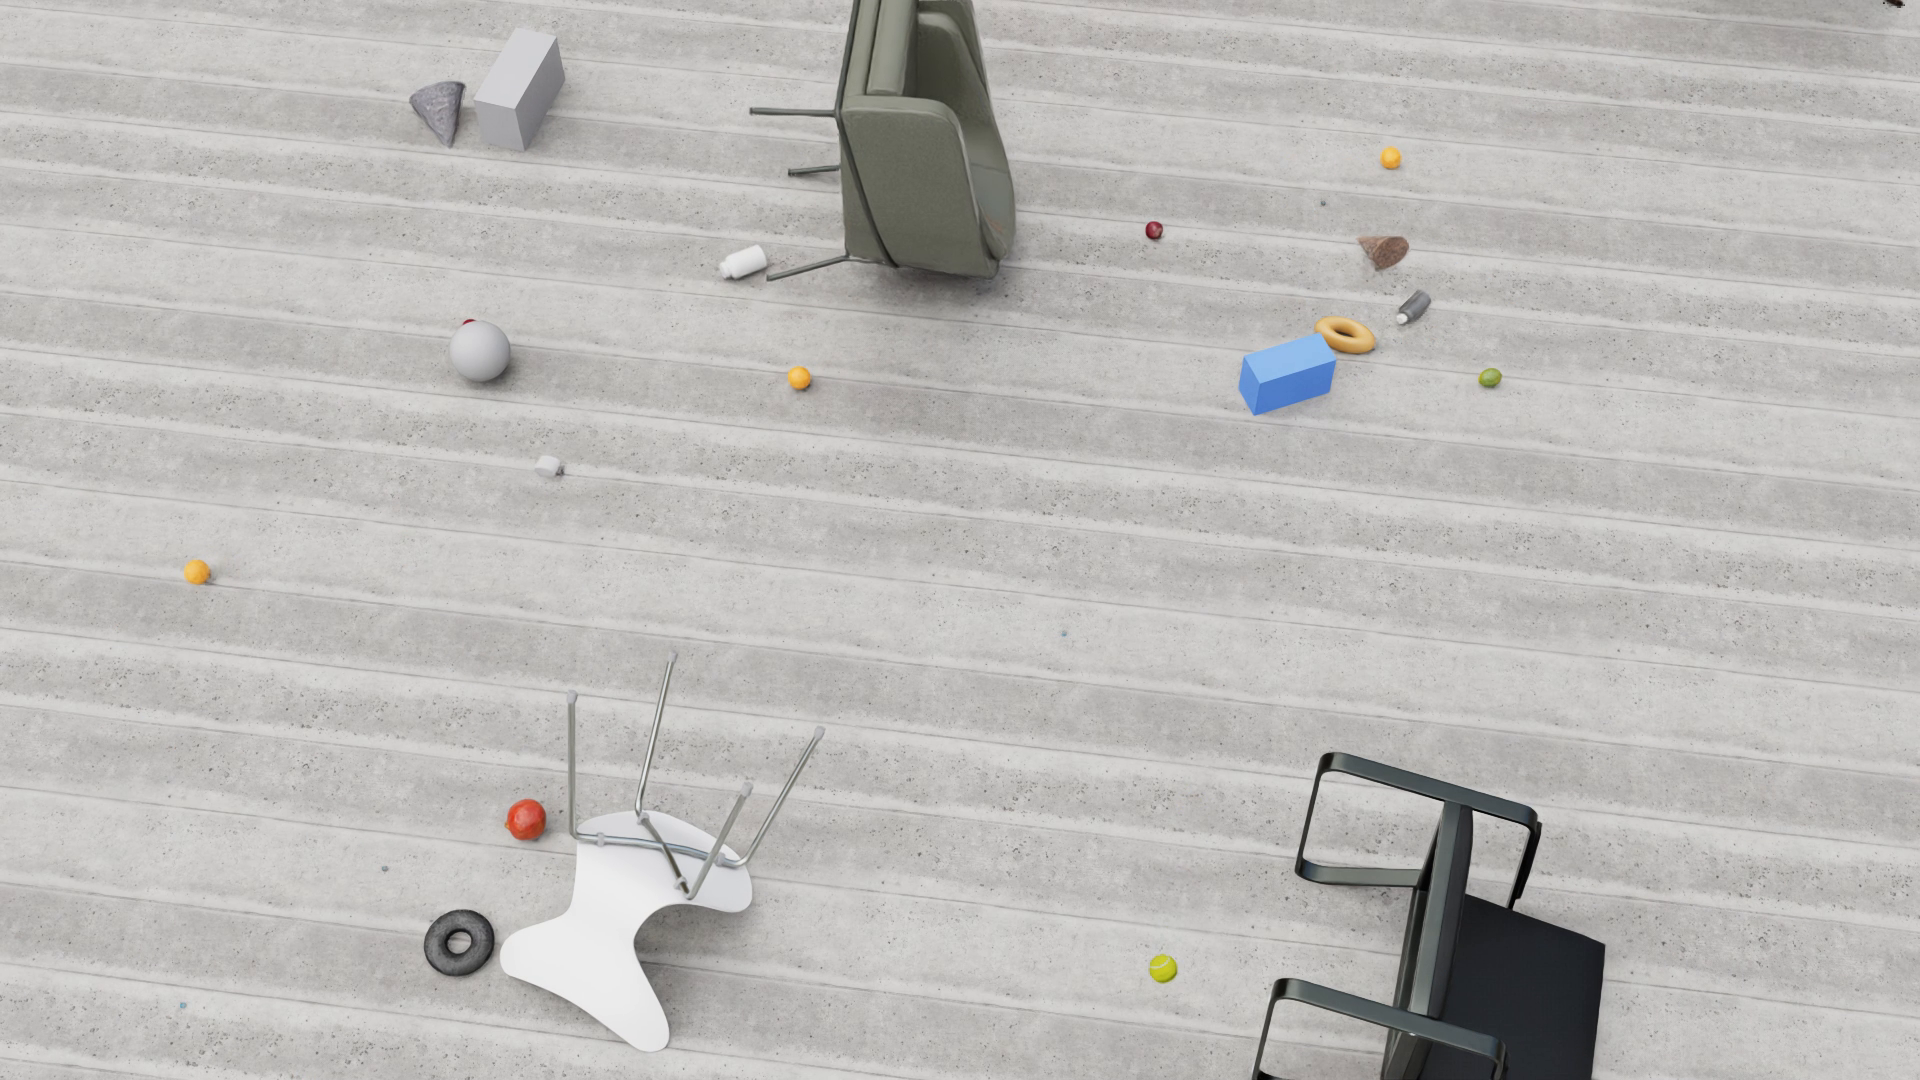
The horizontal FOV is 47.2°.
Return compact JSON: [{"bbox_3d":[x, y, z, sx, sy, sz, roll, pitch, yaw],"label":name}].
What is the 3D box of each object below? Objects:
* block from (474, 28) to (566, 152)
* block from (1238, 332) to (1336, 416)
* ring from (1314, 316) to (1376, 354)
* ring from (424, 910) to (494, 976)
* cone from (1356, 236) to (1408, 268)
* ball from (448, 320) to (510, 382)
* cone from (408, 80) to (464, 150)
[{"bbox_3d":[-1.496,-1.533,7.481,0.150,0.202,0.357,14,57,9],"label":"block"},{"bbox_3d":[1.014,-0.514,6.819,0.260,0.165,0.115,-18,58,-11],"label":"block"},{"bbox_3d":[1.220,-0.650,6.973,0.200,0.064,0.111,20,60,12],"label":"ring"},{"bbox_3d":[-1.328,1.068,5.832,0.187,0.043,0.190,-29,61,-17],"label":"ring"},{"bbox_3d":[1.350,-0.964,7.188,0.167,0.104,0.156,-16,33,-35],"label":"cone"},{"bbox_3d":[-1.497,-0.589,6.856,0.189,0.189,0.189,0,56,0],"label":"ball"},{"bbox_3d":[-1.758,-1.422,7.481,0.207,0.155,0.209,-19,79,20],"label":"cone"}]
